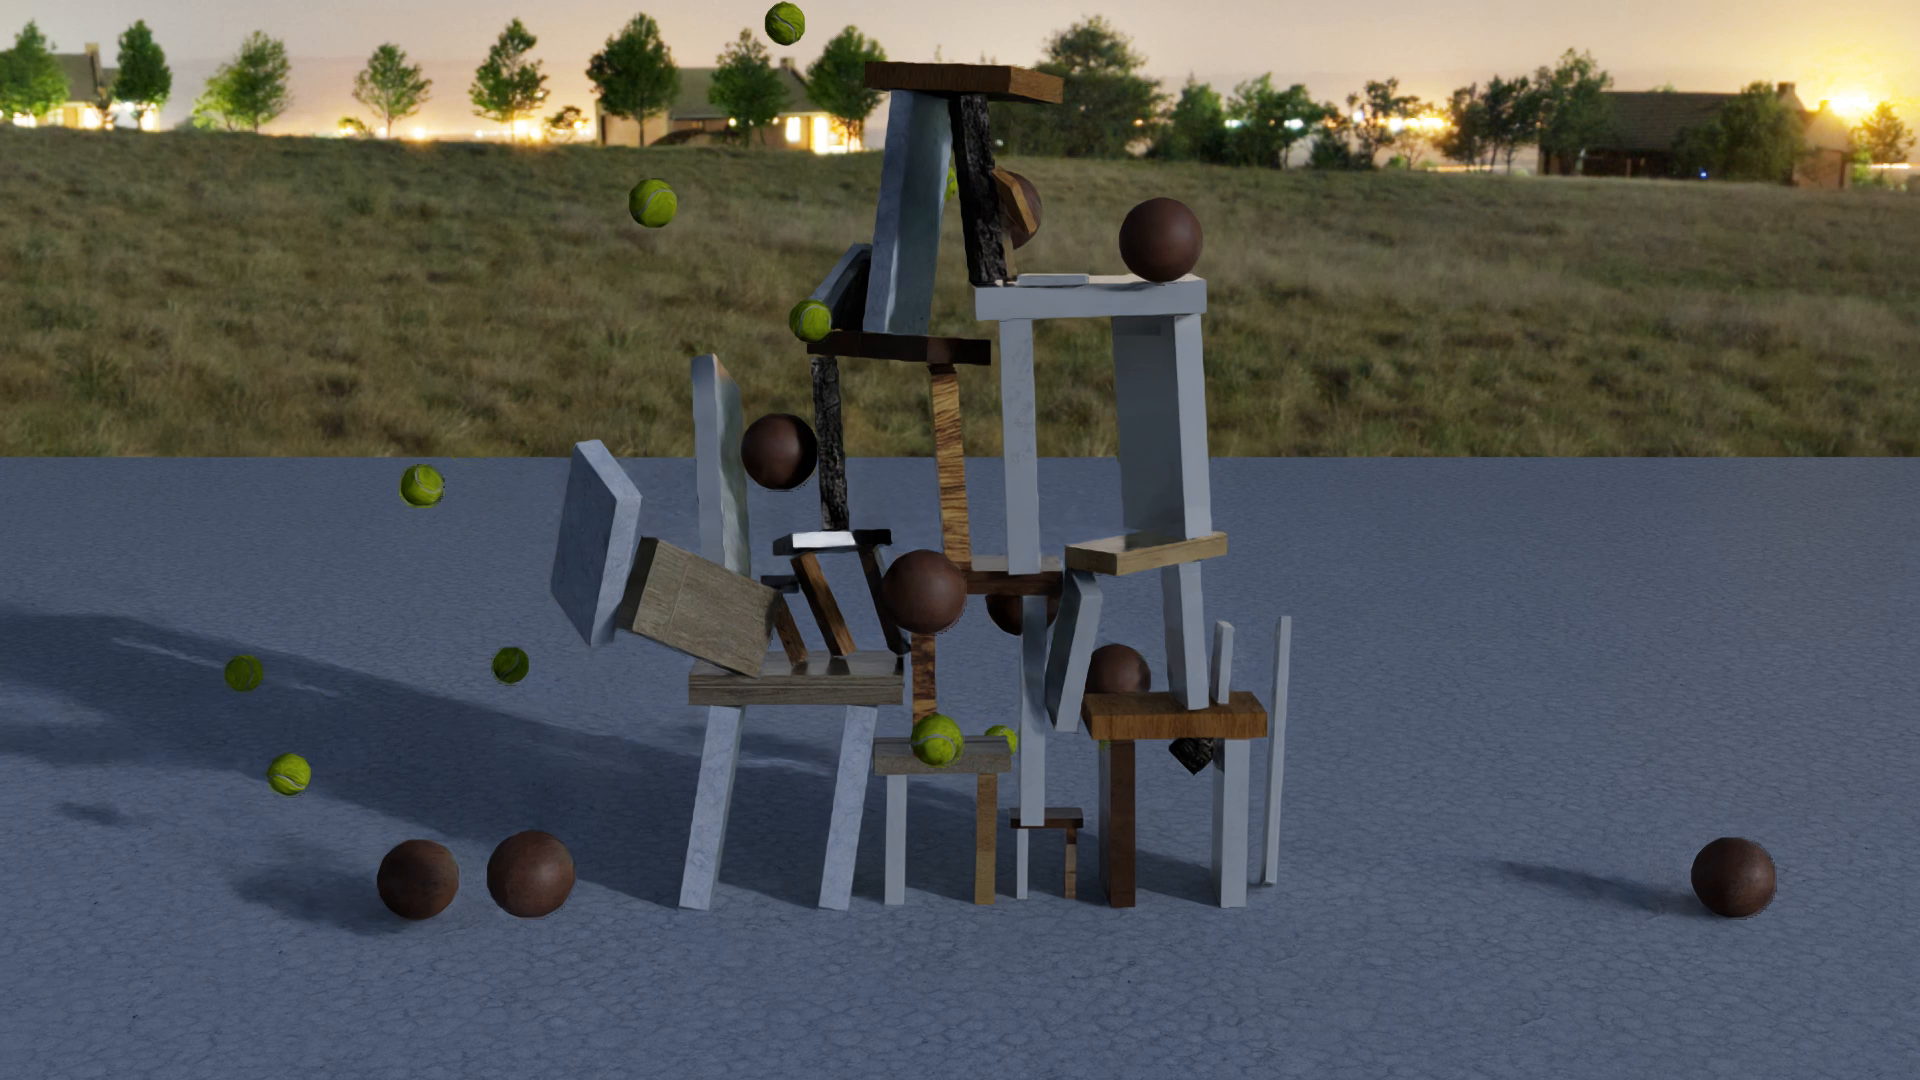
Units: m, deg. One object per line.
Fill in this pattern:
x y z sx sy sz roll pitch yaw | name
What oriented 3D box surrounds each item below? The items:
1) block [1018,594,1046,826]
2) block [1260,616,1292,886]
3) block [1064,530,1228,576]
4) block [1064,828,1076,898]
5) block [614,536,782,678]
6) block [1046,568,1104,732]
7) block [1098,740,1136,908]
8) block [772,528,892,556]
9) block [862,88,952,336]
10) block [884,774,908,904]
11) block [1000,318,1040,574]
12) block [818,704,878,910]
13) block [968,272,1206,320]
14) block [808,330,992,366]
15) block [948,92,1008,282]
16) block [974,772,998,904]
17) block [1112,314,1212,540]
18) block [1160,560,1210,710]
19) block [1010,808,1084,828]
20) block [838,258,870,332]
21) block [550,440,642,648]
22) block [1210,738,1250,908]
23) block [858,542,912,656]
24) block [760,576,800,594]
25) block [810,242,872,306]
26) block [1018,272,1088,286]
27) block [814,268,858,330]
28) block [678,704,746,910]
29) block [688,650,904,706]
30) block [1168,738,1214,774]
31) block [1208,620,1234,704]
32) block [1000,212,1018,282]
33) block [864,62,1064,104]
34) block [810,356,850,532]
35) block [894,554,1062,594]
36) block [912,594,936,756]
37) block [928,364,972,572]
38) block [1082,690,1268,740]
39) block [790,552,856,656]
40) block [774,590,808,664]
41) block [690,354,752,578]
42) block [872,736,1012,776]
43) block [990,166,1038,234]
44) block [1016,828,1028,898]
0.118 0.264 3.613 0.038 0.385 0.134 0 11 -1 | block
0.536 0.356 3.728 0.018 0.453 0.063 5 -14 1 | block
0.300 0.016 3.536 0.244 0.035 0.122 -10 12 -38 | block
0.183 0.530 3.663 0.017 0.121 0.060 0 11 0 | block
-0.403 0.107 3.419 0.041 0.143 0.286 7 -13 40 | block
0.179 0.172 3.534 0.035 0.244 0.122 5 25 -11 | block
0.259 0.449 3.645 0.040 0.285 0.143 -2 11 -4 | block
-0.211 0.004 3.636 0.176 0.025 0.088 -3 -7 -27 | block
-0.080 -0.524 3.551 0.041 0.384 0.143 11 8 27 | block
-0.106 0.480 3.651 0.032 0.223 0.112 1 11 -1 | block
0.096 -0.160 3.526 0.051 0.402 0.180 -2 11 2 | block
-0.183 0.419 3.641 0.049 0.343 0.171 8 10 -2 | block
0.198 -0.387 3.492 0.359 0.051 0.180 -2 11 -3 | block
-0.101 -0.315 3.590 0.284 0.040 0.142 9 8 44 | block
0.028 -0.552 3.455 0.041 0.286 0.143 -8 9 -7 | block
0.043 0.480 3.651 0.032 0.223 0.112 1 11 0 | block
0.326 -0.191 3.569 0.051 0.359 0.180 -10 12 -28 | block
0.367 0.145 3.599 0.035 0.244 0.122 -6 10 -9 | block
0.143 0.462 3.652 0.121 0.017 0.060 0 11 -1 | block
-0.154 -0.397 3.579 0.060 0.122 0.017 -3 33 -48 | block
-0.552 0.007 3.320 0.041 0.286 0.143 -12 45 -34 | block
0.447 0.449 3.644 0.040 0.285 0.143 0 11 -1 | block
-0.124 0.098 3.625 0.025 0.175 0.088 -20 -15 5 | block
-0.296 0.074 3.618 0.059 0.017 0.118 -1 -8 -2 | block
-0.190 -0.432 3.582 0.017 0.120 0.060 46 19 14 | block
0.144 -0.404 3.407 0.107 0.015 0.054 -1 10 6 | block
-0.187 -0.394 3.603 0.060 0.120 0.017 -6 51 -47 | block
-0.406 0.419 3.641 0.049 0.343 0.171 10 10 -2 | block
-0.264 0.225 3.606 0.343 0.049 0.171 0 11 0 | block
0.421 0.342 3.765 0.127 0.018 0.063 -36 71 -31 | block
0.431 0.201 3.622 0.018 0.127 0.063 3 8 -6 | block
0.071 -0.460 3.457 0.015 0.107 0.054 -11 8 -6 | block
0.005 -0.722 3.473 0.286 0.041 0.143 11 9 36 | block
-0.215 -0.151 3.651 0.040 0.284 0.142 -4 -6 -2 | block
0.029 0.056 3.574 0.268 0.038 0.134 0 11 0 | block
-0.059 0.206 3.601 0.038 0.268 0.134 -1 11 -1 | block
-0.017 -0.119 3.538 0.040 0.315 0.142 -5 11 -2 | block
0.351 0.288 3.620 0.285 0.040 0.143 0 11 -3 | block
-0.225 0.105 3.601 0.025 0.176 0.088 -25 4 -15 | block
-0.284 0.142 3.591 0.017 0.118 0.059 -23 2 10 | block
-0.399 -0.065 3.701 0.041 0.487 0.143 -10 -23 10 | block
-0.031 0.354 3.626 0.223 0.032 0.112 -1 11 -4 | block
0.083 -0.521 3.367 0.015 0.107 0.054 -38 53 -7 | block
0.103 0.530 3.663 0.017 0.121 0.060 0 11 0 | block
